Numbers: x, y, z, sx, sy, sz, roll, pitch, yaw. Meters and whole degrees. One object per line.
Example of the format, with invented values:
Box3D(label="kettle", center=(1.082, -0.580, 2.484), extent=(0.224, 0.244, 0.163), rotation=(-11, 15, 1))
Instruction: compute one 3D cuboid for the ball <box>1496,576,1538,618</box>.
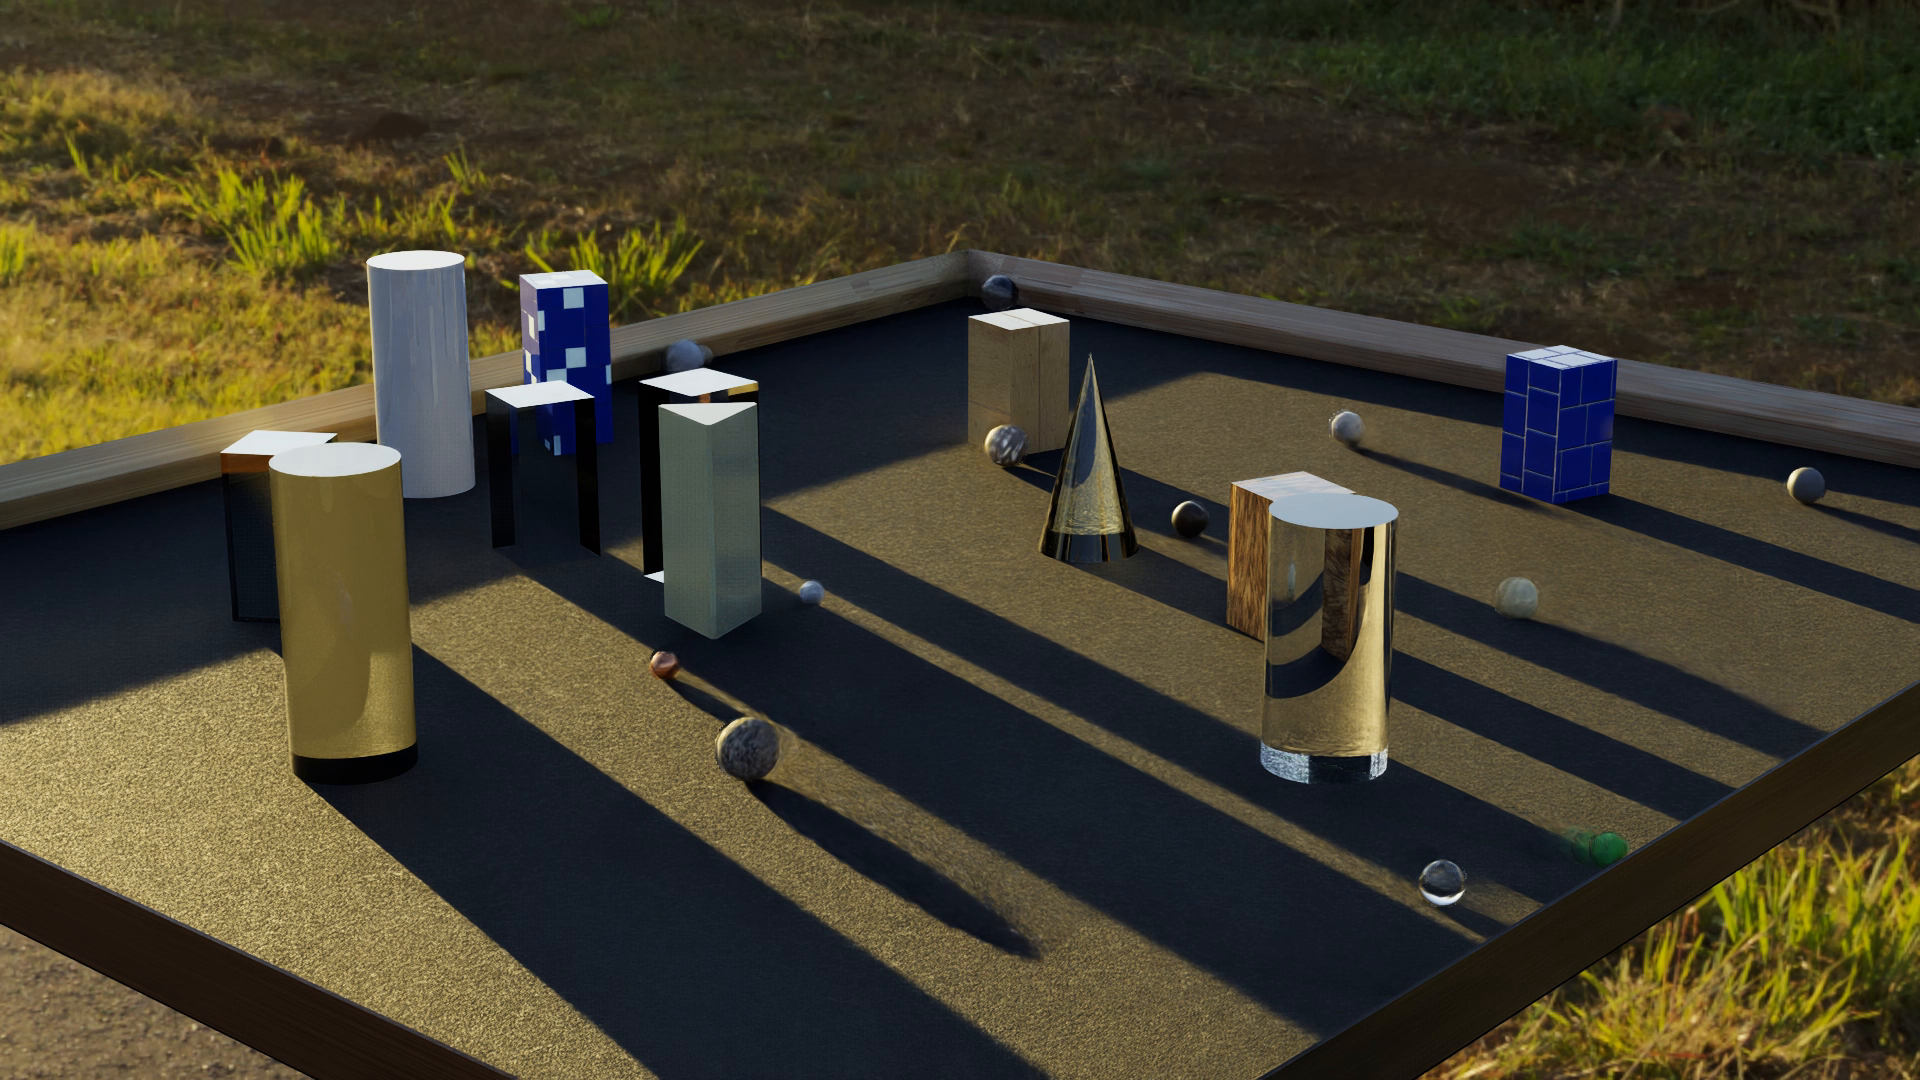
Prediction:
Box3D(label="ball", center=(0.946, 0.098, 4.985), extent=(0.072, 0.072, 0.072), rotation=(0, 17, 0))

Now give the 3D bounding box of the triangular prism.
Box3D(label="triangular prism", center=(-0.399, -0.042, 4.935), extent=(0.140, 0.369, 0.161), rotation=(-12, 20, -34))

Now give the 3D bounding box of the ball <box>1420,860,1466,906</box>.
Box3D(label="ball", center=(0.633, 0.449, 3.844), extent=(0.060, 0.060, 0.060), rotation=(0, 17, 0))

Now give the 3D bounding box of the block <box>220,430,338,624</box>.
Box3D(label="block", center=(-1.149, -0.022, 4.994), extent=(0.149, 0.296, 0.149), rotation=(3, 17, 9))

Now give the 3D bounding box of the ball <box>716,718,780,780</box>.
Box3D(label="ball", center=(-0.308, 0.304, 4.268), extent=(0.092, 0.092, 0.092), rotation=(0, 17, 0))

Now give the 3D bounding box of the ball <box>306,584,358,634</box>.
Box3D(label="ball", center=(-1.051, 0.116, 4.907), extent=(0.083, 0.083, 0.083), rotation=(0, 17, 0))

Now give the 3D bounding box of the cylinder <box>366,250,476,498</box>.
Box3D(label="cylinder", center=(-1.051, -0.324, 5.726), extent=(0.186, 0.451, 0.186), rotation=(0, 17, 0))

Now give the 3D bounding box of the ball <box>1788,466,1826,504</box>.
Box3D(label="ball", center=(1.635, -0.106, 5.662), extent=(0.070, 0.070, 0.070), rotation=(0, 17, 0))

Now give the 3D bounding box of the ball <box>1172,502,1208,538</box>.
Box3D(label="ball", center=(0.427, -0.038, 5.445), extent=(0.066, 0.066, 0.066), rotation=(0, 17, 0))

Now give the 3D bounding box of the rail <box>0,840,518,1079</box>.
Box3D(label="rail", center=(-1.215, 0.435, 3.782), extent=(3.205, 0.121, 0.045), rotation=(14, 22, 39))

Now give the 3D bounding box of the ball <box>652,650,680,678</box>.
Box3D(label="ball", center=(-0.472, 0.200, 4.695), extent=(0.046, 0.046, 0.046), rotation=(0, 17, 0))

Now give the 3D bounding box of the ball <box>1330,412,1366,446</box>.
Box3D(label="ball", center=(0.803, -0.230, 6.068), extent=(0.072, 0.072, 0.072), rotation=(0, 17, 0))

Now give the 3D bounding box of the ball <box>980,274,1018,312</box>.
Box3D(label="ball", center=(0.097, -0.615, 7.309), extent=(0.091, 0.091, 0.091), rotation=(0, 17, 0))

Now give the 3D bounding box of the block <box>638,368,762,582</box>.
Box3D(label="block", center=(-0.458, -0.106, 5.169), extent=(0.149, 0.356, 0.149), rotation=(-16, 23, -42))

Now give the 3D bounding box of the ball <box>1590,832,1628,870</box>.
Box3D(label="ball", center=(0.876, 0.421, 3.957), extent=(0.050, 0.050, 0.050), rotation=(0, 17, 0))

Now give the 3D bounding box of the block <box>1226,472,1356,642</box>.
Box3D(label="block", center=(0.552, 0.031, 4.904), extent=(0.149, 0.247, 0.149), rotation=(-9, 19, -28))

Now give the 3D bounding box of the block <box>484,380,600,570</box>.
Box3D(label="block", center=(-0.756, -0.120, 5.314), extent=(0.149, 0.299, 0.149), rotation=(-10, 19, -29))

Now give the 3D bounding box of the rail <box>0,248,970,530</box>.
Box3D(label="rail", center=(-1.192, -0.269, 6.112), extent=(0.045, 0.121, 3.753), rotation=(14, 22, 39))

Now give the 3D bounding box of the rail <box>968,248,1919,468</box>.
Box3D(label="rail", center=(1.215, -0.375, 6.460), extent=(3.205, 0.121, 0.045), rotation=(14, 22, 39))

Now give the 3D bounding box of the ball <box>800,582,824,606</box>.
Box3D(label="ball", center=(-0.257, 0.092, 5.059), extent=(0.041, 0.041, 0.041), rotation=(0, 17, 0))

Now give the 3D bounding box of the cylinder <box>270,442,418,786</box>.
Box3D(label="cylinder", center=(-0.897, 0.107, 4.277), extent=(0.186, 0.465, 0.186), rotation=(0, 17, 0))

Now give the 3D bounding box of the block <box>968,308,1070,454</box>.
Box3D(label="block", center=(0.121, -0.326, 6.050), extent=(0.149, 0.267, 0.149), rotation=(-11, 20, -33))

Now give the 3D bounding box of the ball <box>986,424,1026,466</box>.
Box3D(label="ball", center=(0.093, -0.191, 5.918), extent=(0.084, 0.084, 0.084), rotation=(0, 17, 0))

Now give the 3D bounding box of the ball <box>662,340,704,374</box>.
Box3D(label="ball", center=(-0.623, -0.404, 6.607), extent=(0.093, 0.093, 0.093), rotation=(0, 17, 0))

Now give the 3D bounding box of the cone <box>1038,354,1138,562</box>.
Box3D(label="cone", center=(0.235, -0.162, 5.333), extent=(0.186, 0.368, 0.186), rotation=(0, 17, 0))

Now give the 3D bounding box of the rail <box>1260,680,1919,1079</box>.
Box3D(label="rail", center=(1.192, 0.330, 4.130), extent=(0.045, 0.121, 3.753), rotation=(14, 22, 39))

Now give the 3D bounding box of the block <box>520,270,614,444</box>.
Box3D(label="block", center=(-0.818, -0.377, 6.097), extent=(0.149, 0.337, 0.149), rotation=(-7, 18, -21))

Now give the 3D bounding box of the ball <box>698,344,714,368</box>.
Box3D(label="ball", center=(-0.594, -0.421, 6.729), extent=(0.055, 0.055, 0.055), rotation=(0, 17, 0))

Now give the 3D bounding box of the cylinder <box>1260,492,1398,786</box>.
Box3D(label="cylinder", center=(0.539, 0.143, 4.289), extent=(0.186, 0.388, 0.186), rotation=(0, 17, 0))

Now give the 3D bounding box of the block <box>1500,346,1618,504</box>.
Box3D(label="block", center=(1.167, -0.226, 5.720), extent=(0.149, 0.267, 0.149), rotation=(-11, 20, -33))
